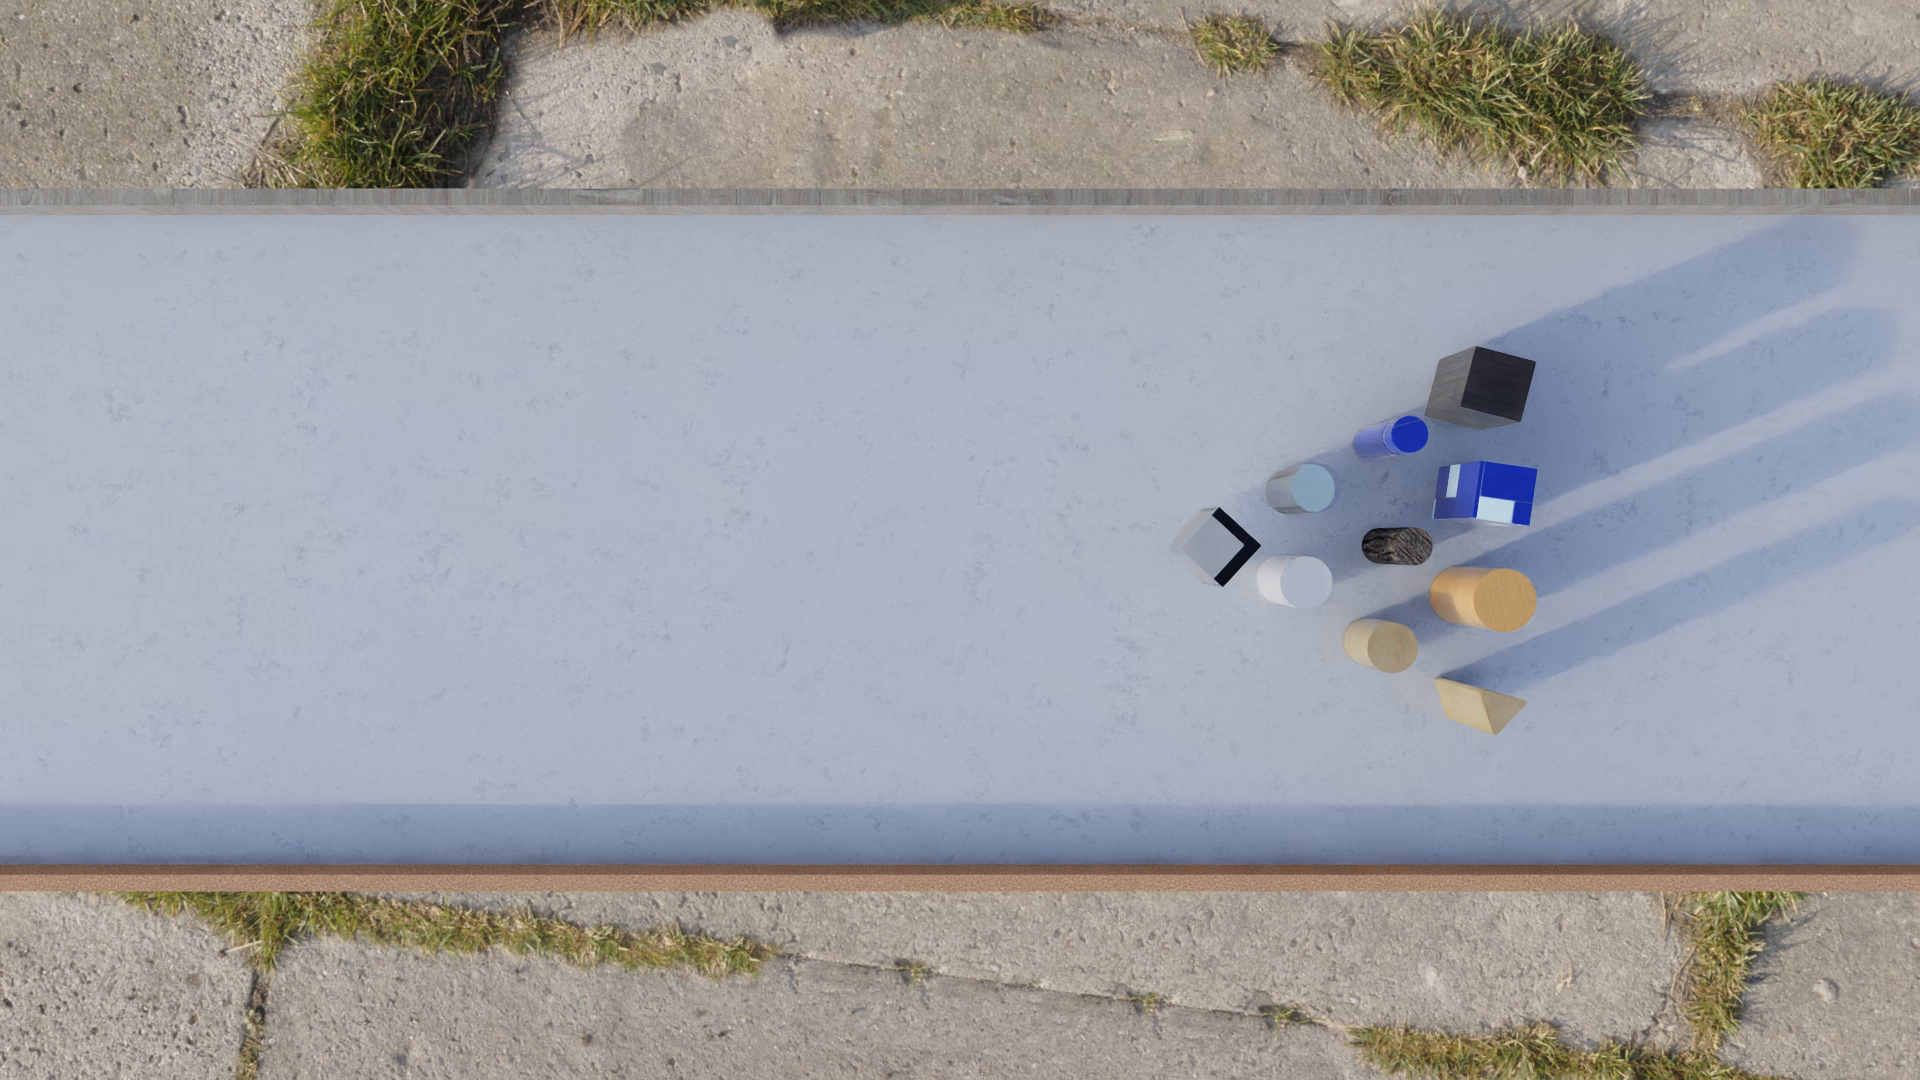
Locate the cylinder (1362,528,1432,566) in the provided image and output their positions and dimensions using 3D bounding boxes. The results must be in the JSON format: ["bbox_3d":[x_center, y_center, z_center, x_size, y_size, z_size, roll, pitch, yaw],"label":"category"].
[{"bbox_3d":[1.290,0.018,4.883,0.109,0.387,0.109,0,90,0],"label":"cylinder"}]

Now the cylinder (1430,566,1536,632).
[{"bbox_3d":[1.533,0.170,4.859,0.179,0.436,0.179,0,90,0],"label":"cylinder"}]

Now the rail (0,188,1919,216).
[{"bbox_3d":[-2.247,-1.025,5.002,12.000,0.150,0.050,0,90,0],"label":"rail"}]

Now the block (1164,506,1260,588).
[{"bbox_3d":[0.737,0.020,4.864,0.161,0.425,0.161,43,90,0],"label":"block"}]

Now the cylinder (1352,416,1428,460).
[{"bbox_3d":[1.261,-0.296,4.848,0.104,0.456,0.104,0,90,0],"label":"cylinder"}]

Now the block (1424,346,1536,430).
[{"bbox_3d":[1.539,-0.446,4.895,0.179,0.364,0.179,15,90,0],"label":"block"}]

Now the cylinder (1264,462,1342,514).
[{"bbox_3d":[1.005,-0.148,4.863,0.141,0.426,0.141,0,90,0],"label":"cylinder"}]

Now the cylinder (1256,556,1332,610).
[{"bbox_3d":[0.989,0.122,4.893,0.151,0.368,0.151,0,90,0],"label":"cylinder"}]

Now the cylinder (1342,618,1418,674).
[{"bbox_3d":[1.251,0.312,4.923,0.148,0.307,0.148,0,90,0],"label":"cylinder"}]

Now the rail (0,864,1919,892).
[{"bbox_3d":[-2.247,1.025,5.001,12.000,0.150,0.050,0,90,0],"label":"rail"}]

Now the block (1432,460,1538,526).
[{"bbox_3d":[1.544,-0.133,4.874,0.162,0.405,0.162,8,90,0],"label":"block"}]

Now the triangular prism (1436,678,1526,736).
[{"bbox_3d":[1.503,0.462,4.851,0.114,0.450,0.131,43,90,0],"label":"triangular prism"}]
